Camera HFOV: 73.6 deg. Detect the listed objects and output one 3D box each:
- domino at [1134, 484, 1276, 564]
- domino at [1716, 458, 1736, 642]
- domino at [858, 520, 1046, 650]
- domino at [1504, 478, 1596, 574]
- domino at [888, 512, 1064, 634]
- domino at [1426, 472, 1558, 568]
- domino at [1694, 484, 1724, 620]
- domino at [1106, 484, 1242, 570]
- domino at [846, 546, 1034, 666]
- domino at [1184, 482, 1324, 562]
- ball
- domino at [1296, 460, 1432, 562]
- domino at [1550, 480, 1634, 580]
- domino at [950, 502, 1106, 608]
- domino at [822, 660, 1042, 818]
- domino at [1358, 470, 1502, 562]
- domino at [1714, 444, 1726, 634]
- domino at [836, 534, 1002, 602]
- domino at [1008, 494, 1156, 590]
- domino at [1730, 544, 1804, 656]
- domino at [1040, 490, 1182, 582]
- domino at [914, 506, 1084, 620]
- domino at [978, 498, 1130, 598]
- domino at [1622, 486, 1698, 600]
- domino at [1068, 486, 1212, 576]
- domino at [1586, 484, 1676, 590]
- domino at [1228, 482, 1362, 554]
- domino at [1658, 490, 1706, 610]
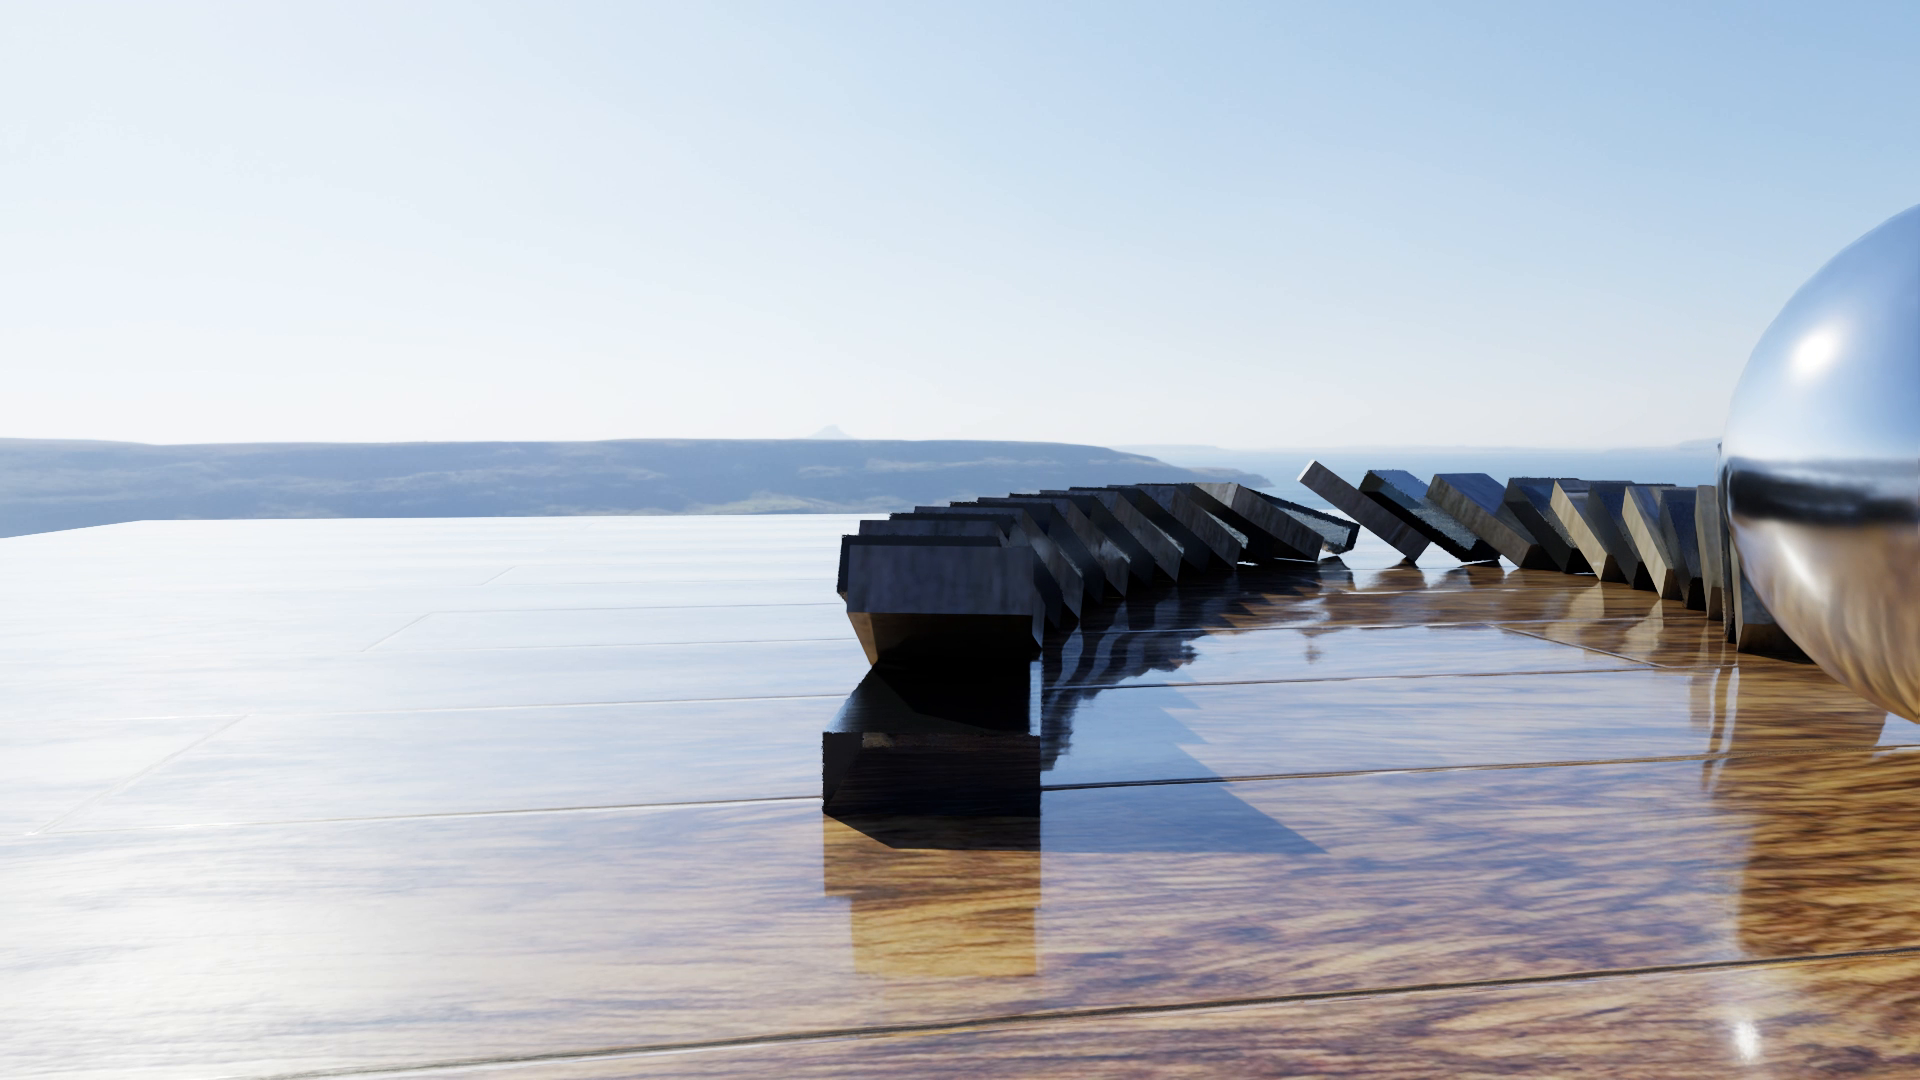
[{"bbox_3d":[0.084,-0.005,0.444,0.050,0.010,0.025,28,-16,-38],"label":"domino"},{"bbox_3d":[0.182,0.000,0.281,0.025,0.050,0.010,2,-40,25],"label":"domino"},{"bbox_3d":[0.000,0.009,0.248,0.025,0.009,0.050,1,-20,15],"label":"domino"},{"bbox_3d":[0.210,-0.006,0.440,0.025,0.010,0.050,0,30,-3],"label":"domino"},{"bbox_3d":[0.004,0.008,0.271,0.025,0.009,0.050,1,-19,17],"label":"domino"},{"bbox_3d":[0.195,-0.008,0.462,0.025,0.010,0.050,-2,32,-24],"label":"domino"},{"bbox_3d":[0.201,0.003,0.323,0.025,0.009,0.050,2,32,25],"label":"domino"},{"bbox_3d":[0.070,-0.004,0.423,0.025,0.009,0.050,3,-19,39],"label":"domino"},{"bbox_3d":[-0.002,0.013,0.196,0.025,0.009,0.050,1,-19,3],"label":"domino"},{"bbox_3d":[0.104,-0.006,0.459,0.050,0.009,0.025,26,-12,-34],"label":"domino"},{"bbox_3d":[0.149,-0.011,0.174,0.080,0.080,0.080,0,4,0],"label":"ball"},{"bbox_3d":[0.149,-0.011,0.475,0.050,0.009,0.025,36,11,8],"label":"domino"},{"bbox_3d":[0.213,-0.004,0.417,0.025,0.009,0.050,1,30,5],"label":"domino"},{"bbox_3d":[0.017,0.004,0.317,0.025,0.010,0.050,2,-19,22],"label":"domino"},{"bbox_3d":[-0.002,0.025,0.172,0.025,0.009,0.050,0,4,4],"label":"domino"},{"bbox_3d":[0.176,-0.010,0.478,0.025,0.009,0.050,-2,33,-40],"label":"domino"},{"bbox_3d":[0.188,-0.001,0.293,0.025,0.050,0.010,2,-40,25],"label":"domino"},{"bbox_3d":[-0.003,0.012,0.223,0.025,0.009,0.050,1,-18,10],"label":"domino"},{"bbox_3d":[0.035,0.001,0.362,0.025,0.009,0.050,2,-19,29],"label":"domino"},{"bbox_3d":[0.177,0.001,0.269,0.025,0.050,0.009,2,-40,25],"label":"domino"},{"bbox_3d":[0.045,-0.001,0.384,0.025,0.010,0.050,3,-19,33],"label":"domino"},{"bbox_3d":[0.010,0.006,0.295,0.025,0.009,0.050,2,-19,22],"label":"domino"},{"bbox_3d":[0.025,0.003,0.340,0.025,0.009,0.050,2,-19,26],"label":"domino"},{"bbox_3d":[0.210,0.000,0.369,0.025,0.010,0.050,1,29,14],"label":"domino"},{"bbox_3d":[0.057,-0.002,0.405,0.025,0.009,0.050,3,-19,39],"label":"domino"},{"bbox_3d":[0.213,-0.002,0.393,0.025,0.010,0.050,1,30,9],"label":"domino"},{"bbox_3d":[0.122,-0.008,0.481,0.050,0.009,0.025,18,-4,5],"label":"domino"},{"bbox_3d":[0.206,0.002,0.345,0.025,0.009,0.050,2,29,19],"label":"domino"}]
